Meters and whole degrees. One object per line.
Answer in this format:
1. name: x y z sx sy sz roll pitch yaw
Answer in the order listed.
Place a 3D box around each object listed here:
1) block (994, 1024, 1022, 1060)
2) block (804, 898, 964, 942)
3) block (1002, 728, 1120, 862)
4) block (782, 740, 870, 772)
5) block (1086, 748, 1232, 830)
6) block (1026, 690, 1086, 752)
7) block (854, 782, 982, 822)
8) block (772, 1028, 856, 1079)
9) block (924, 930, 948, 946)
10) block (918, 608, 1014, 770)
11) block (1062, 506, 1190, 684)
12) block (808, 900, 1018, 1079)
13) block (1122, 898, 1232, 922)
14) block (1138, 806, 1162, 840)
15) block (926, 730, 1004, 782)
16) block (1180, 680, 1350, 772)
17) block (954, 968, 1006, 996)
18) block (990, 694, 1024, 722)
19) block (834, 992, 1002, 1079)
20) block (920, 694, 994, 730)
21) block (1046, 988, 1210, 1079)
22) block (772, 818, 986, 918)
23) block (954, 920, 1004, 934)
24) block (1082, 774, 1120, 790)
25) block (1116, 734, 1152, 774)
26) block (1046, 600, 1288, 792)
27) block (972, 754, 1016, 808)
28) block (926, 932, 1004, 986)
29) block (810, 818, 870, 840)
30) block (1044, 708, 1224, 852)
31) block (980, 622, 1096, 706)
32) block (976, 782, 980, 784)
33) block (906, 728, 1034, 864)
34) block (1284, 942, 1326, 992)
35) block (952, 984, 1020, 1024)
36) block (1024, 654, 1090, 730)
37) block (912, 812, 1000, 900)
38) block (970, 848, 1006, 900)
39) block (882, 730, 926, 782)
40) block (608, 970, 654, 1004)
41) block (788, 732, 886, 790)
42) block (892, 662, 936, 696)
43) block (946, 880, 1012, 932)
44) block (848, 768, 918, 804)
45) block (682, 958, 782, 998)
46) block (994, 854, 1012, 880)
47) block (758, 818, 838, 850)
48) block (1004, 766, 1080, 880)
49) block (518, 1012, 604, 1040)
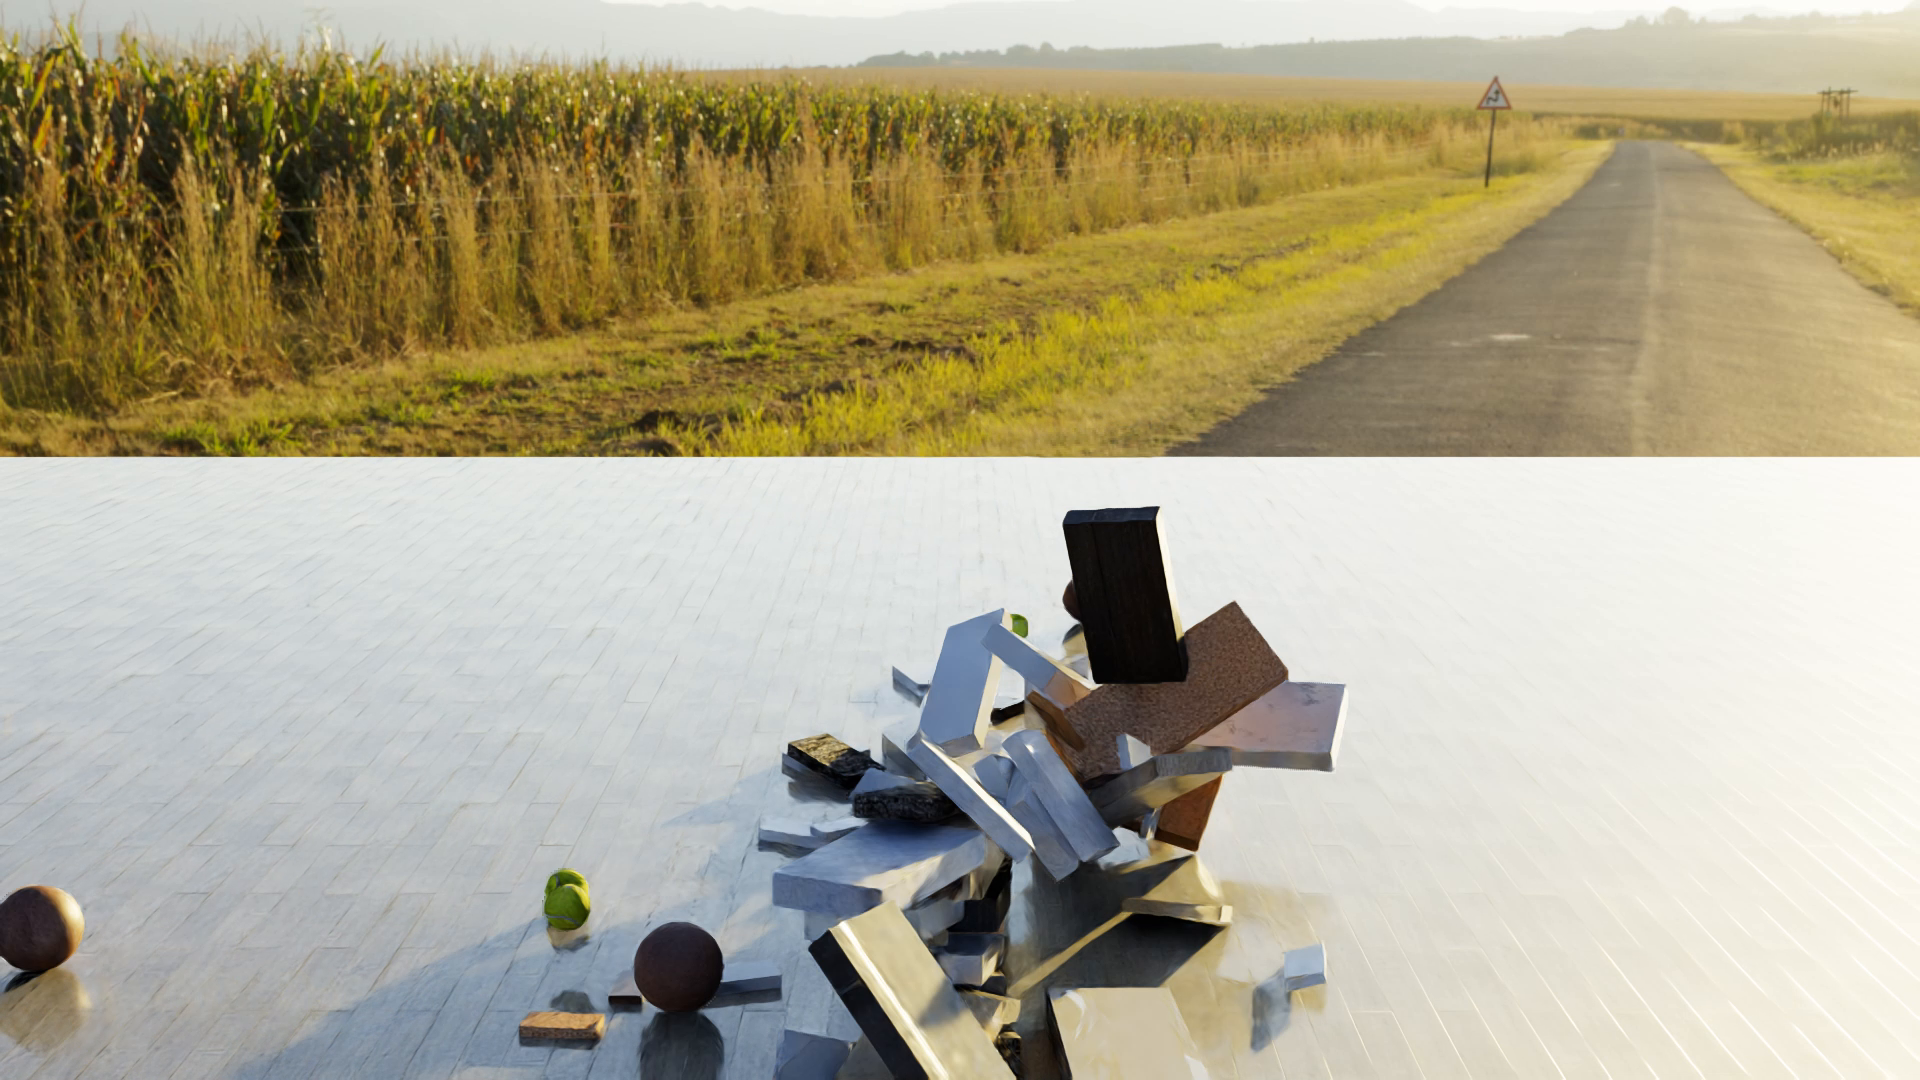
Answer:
1. block: 0.021 0.676 2.976 0.099 0.028 0.198 0 -6 -6
2. block: -0.101 0.518 3.054 0.158 0.045 0.316 0 -4 10
3. block: 0.153 0.386 3.335 0.031 0.218 0.109 -40 -15 15
4. block: -0.270 0.436 4.437 0.160 0.023 0.080 -6 12 -31
5. block: 0.261 0.427 3.582 0.116 0.033 0.736 -4 -15 -15
6. block: 0.152 0.286 3.454 0.017 0.120 0.060 -47 46 -10
7. block: -0.047 0.382 3.230 0.109 0.031 0.466 2 -4 11
8. block: -0.172 0.684 2.856 0.140 0.070 0.020 17 -25 -23
9. block: -0.068 0.553 3.093 0.070 0.020 0.140 1 -4 -16
10. block: 0.008 0.286 4.344 0.134 0.038 0.469 -20 24 19
11. block: 0.285 0.098 3.760 0.162 0.323 0.046 -2 29 19
12. block: -0.047 0.566 2.567 0.041 0.287 0.144 -43 -15 26
13. block: 0.348 0.591 3.521 0.160 0.023 0.080 2 -8 19
14. block: 0.326 0.456 3.707 0.014 0.097 0.049 16 2 21
15. block: 0.009 0.438 4.228 0.135 0.038 0.270 5 21 2
16. block: 0.529 0.336 4.062 0.348 0.049 0.174 2 42 21
17. block: -0.018 0.627 3.145 0.138 0.039 0.275 0 -4 -5
18. block: 0.038 0.360 4.831 0.194 0.027 0.097 7 13 35
19. block: -0.058 0.634 2.644 0.139 0.039 0.278 7 24 18
20. block: -0.005 0.377 4.540 0.135 0.038 0.270 17 4 -6
21. block: 0.225 0.697 2.868 0.174 0.049 0.544 1 7 -3
22. block: -0.103 0.437 2.935 0.158 0.045 0.316 5 8 24
23. block: -0.018 0.598 3.346 0.138 0.039 0.275 0 -2 8
24. block: 0.244 0.388 3.526 0.049 0.014 0.097 -25 -19 37
25. block: 0.281 0.350 3.501 0.017 0.060 0.120 -15 -21 19
26. block: 0.363 0.281 3.856 0.402 0.162 0.046 -32 -22 -8
27. block: 0.106 0.416 3.468 0.038 0.134 0.267 -31 -19 11
28. block: -0.022 0.582 3.066 0.138 0.039 0.275 0 -4 7
29. block: -0.214 0.515 3.924 0.098 0.014 0.049 -7 13 -38
30. block: 0.295 0.428 3.926 0.323 0.046 0.162 18 59 11
31. block: 0.196 0.268 4.054 0.174 0.049 0.348 36 1 39
32. block: 0.004 0.487 3.828 0.070 0.139 0.020 2 26 -1
33. block: 0.013 0.360 3.094 0.218 0.031 0.109 44 1 -4
34. block: 0.519 0.641 3.300 0.060 0.017 0.120 -16 8 12
35. block: 0.020 0.611 2.898 0.099 0.028 0.198 11 -9 9
36. block: 0.211 0.328 4.763 0.033 0.116 0.232 6 12 31
37. block: -0.037 0.449 3.191 0.158 0.045 0.316 2 8 10
38. block: -0.022 0.469 3.383 0.174 0.049 0.348 2 10 10
39. block: -0.052 0.434 4.406 0.135 0.038 0.270 -4 11 -19
40. block: -0.485 0.661 3.250 0.049 0.014 0.097 0 11 3
41. block: -0.245 0.436 4.341 0.097 0.027 0.193 -10 23 -39
42. block: -0.080 0.319 5.055 0.097 0.027 0.194 -4 11 -19
43. block: -0.018 0.555 3.390 0.174 0.049 0.348 0 -2 5
44. block: -0.135 0.475 4.119 0.146 0.021 0.073 10 55 43
45. block: -0.340 0.653 3.276 0.136 0.019 0.068 -3 11 -18
46. block: -0.002 0.503 3.618 0.174 0.049 0.348 0 2 1
47. block: -0.282 0.528 3.948 0.146 0.021 0.073 5 11 26
48. block: 0.134 0.409 3.378 0.038 0.134 0.267 -35 9 14
49. block: -0.563 0.686 3.109 0.107 0.015 0.054 1 11 7
